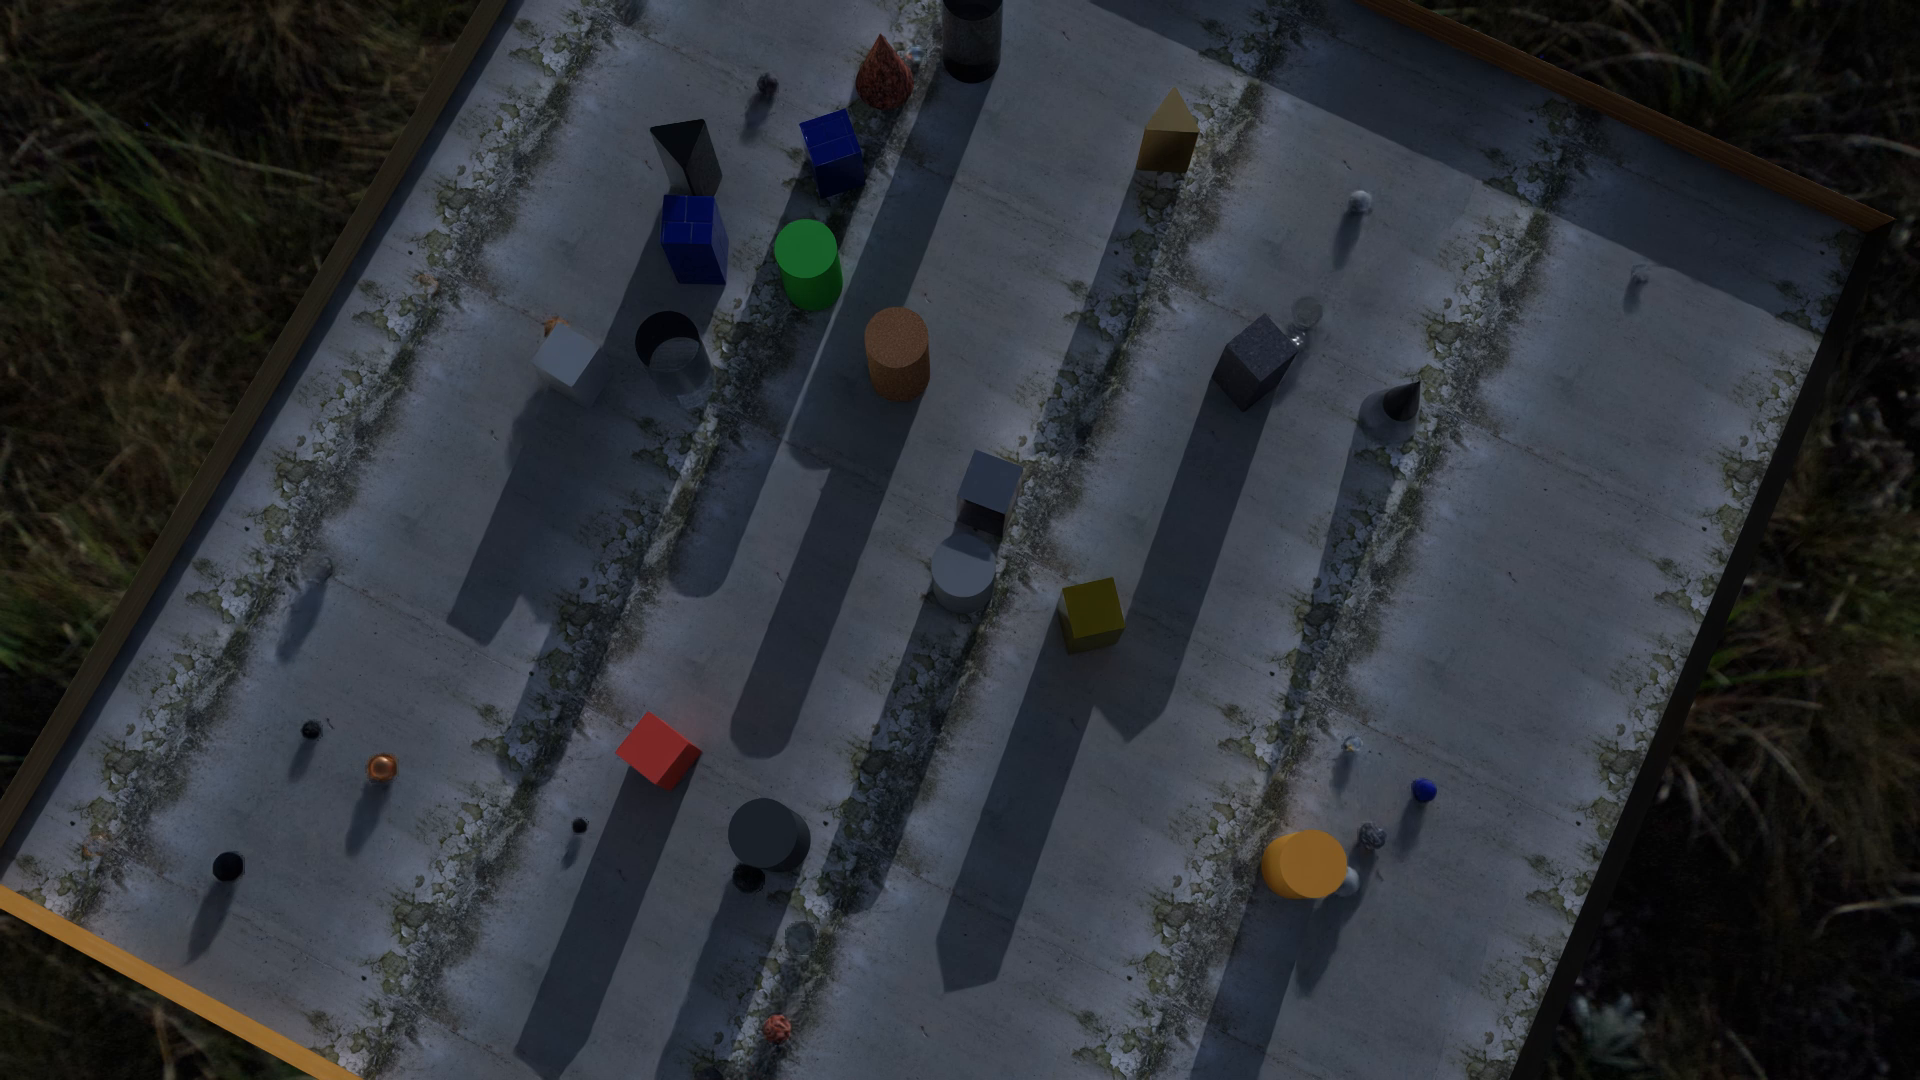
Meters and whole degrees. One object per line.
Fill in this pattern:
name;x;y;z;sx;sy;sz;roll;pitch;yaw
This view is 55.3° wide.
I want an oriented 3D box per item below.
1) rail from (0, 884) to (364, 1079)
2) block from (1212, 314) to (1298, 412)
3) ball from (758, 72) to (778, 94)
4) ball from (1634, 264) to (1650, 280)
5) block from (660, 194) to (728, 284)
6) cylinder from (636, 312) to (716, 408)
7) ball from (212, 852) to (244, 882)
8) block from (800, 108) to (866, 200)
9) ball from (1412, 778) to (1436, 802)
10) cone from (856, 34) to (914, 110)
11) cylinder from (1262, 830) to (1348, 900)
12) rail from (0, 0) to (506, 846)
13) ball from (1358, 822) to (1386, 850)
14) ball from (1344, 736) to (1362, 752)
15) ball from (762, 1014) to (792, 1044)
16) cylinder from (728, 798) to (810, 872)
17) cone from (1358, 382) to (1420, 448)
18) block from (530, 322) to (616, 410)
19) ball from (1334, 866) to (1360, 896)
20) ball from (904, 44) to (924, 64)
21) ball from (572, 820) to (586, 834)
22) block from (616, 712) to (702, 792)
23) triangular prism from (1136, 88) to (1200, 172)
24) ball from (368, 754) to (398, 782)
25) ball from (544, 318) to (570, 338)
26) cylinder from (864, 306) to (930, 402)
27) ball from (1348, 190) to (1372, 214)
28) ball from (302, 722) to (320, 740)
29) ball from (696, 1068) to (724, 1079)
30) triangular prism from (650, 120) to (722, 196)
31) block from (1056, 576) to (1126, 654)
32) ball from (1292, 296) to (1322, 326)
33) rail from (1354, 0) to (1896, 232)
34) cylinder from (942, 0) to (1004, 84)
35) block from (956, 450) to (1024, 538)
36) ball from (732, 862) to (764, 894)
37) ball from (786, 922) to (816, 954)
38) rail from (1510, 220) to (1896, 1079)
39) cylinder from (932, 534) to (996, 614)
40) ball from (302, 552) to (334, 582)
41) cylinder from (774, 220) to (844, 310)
rail;-0.977;1.921;5.156;4.302;0.122;0.045;26;80;5
block;0.890;-0.533;5.555;0.150;0.337;0.150;-39;81;-7
ball;-0.618;-1.467;5.886;0.066;0.066;0.066;0;78;0
ball;2.145;-0.842;5.766;0.048;0.048;0.048;0;78;0
block;-0.811;-0.917;5.624;0.150;0.356;0.150;2;78;0
cylinder;-0.854;-0.539;5.531;0.188;0.386;0.188;0;78;0
ball;-2.147;0.958;5.374;0.086;0.086;0.086;0;78;0
block;-0.398;-1.206;5.734;0.150;0.257;0.150;-19;79;-4
ball;1.376;0.742;5.428;0.069;0.069;0.069;0;78;0
cone;-0.243;-1.512;5.756;0.188;0.339;0.188;0;78;0
cylinder;0.984;0.933;5.258;0.188;0.324;0.188;0;78;0
rail;-1.903;-0.925;5.744;0.045;0.122;4.418;26;80;5
ball;1.213;0.872;5.395;0.081;0.081;0.081;0;78;0
ball;1.169;0.608;5.464;0.052;0.052;0.052;0;78;0
ball;-0.527;1.412;5.282;0.083;0.083;0.083;0;78;0
cylinder;-0.536;0.843;5.206;0.188;0.463;0.188;0;78;0
cone;1.333;-0.420;5.499;0.188;0.401;0.188;0;78;0
block;-1.181;-0.530;5.601;0.150;0.245;0.150;31;80;6
ball;1.120;0.996;5.352;0.090;0.090;0.090;0;78;0
ball;-0.146;-1.565;5.907;0.065;0.065;0.065;0;78;0
ball;-1.124;0.847;5.420;0.041;0.041;0.041;0;78;0
block;-0.877;0.619;5.347;0.150;0.277;0.150;37;81;7
triangular prism;0.650;-1.282;5.724;0.163;0.308;0.141;4;78;1
ball;-1.712;0.676;5.434;0.085;0.085;0.085;0;78;0
ball;-1.241;-0.646;5.652;0.083;0.083;0.083;0;78;0
cylinder;-0.187;-0.557;5.546;0.188;0.364;0.188;0;78;0
ball;1.266;-1.070;5.802;0.071;0.071;0.071;0;78;0
ball;-1.937;0.569;5.471;0.054;0.054;0.054;0;78;0
ball;-0.718;1.554;5.255;0.079;0.079;0.079;0;78;0
triangular prism;-0.815;-1.164;5.645;0.141;0.415;0.163;-40;81;-7
block;0.383;0.227;5.403;0.150;0.326;0.150;-12;79;-3
ball;1.085;-0.712;5.717;0.092;0.092;0.092;0;78;0
rail;0.977;-1.908;5.948;4.302;0.122;0.045;26;80;5
cylinder;0.038;-1.610;5.734;0.188;0.422;0.188;0;78;0
block;0.087;-0.135;5.472;0.150;0.337;0.150;21;79;4
ball;-0.620;0.987;5.357;0.089;0.089;0.089;0;78;0
ball;-0.462;1.159;5.332;0.088;0.088;0.088;0;78;0
rail;1.903;0.938;5.359;0.045;0.122;4.418;26;80;5
cylinder;0.010;0.103;5.446;0.188;0.293;0.188;0;78;0
ball;-1.947;0.081;5.552;0.094;0.094;0.094;0;78;0
cylinder;-0.462;-0.843;5.637;0.188;0.301;0.188;0;78;0
